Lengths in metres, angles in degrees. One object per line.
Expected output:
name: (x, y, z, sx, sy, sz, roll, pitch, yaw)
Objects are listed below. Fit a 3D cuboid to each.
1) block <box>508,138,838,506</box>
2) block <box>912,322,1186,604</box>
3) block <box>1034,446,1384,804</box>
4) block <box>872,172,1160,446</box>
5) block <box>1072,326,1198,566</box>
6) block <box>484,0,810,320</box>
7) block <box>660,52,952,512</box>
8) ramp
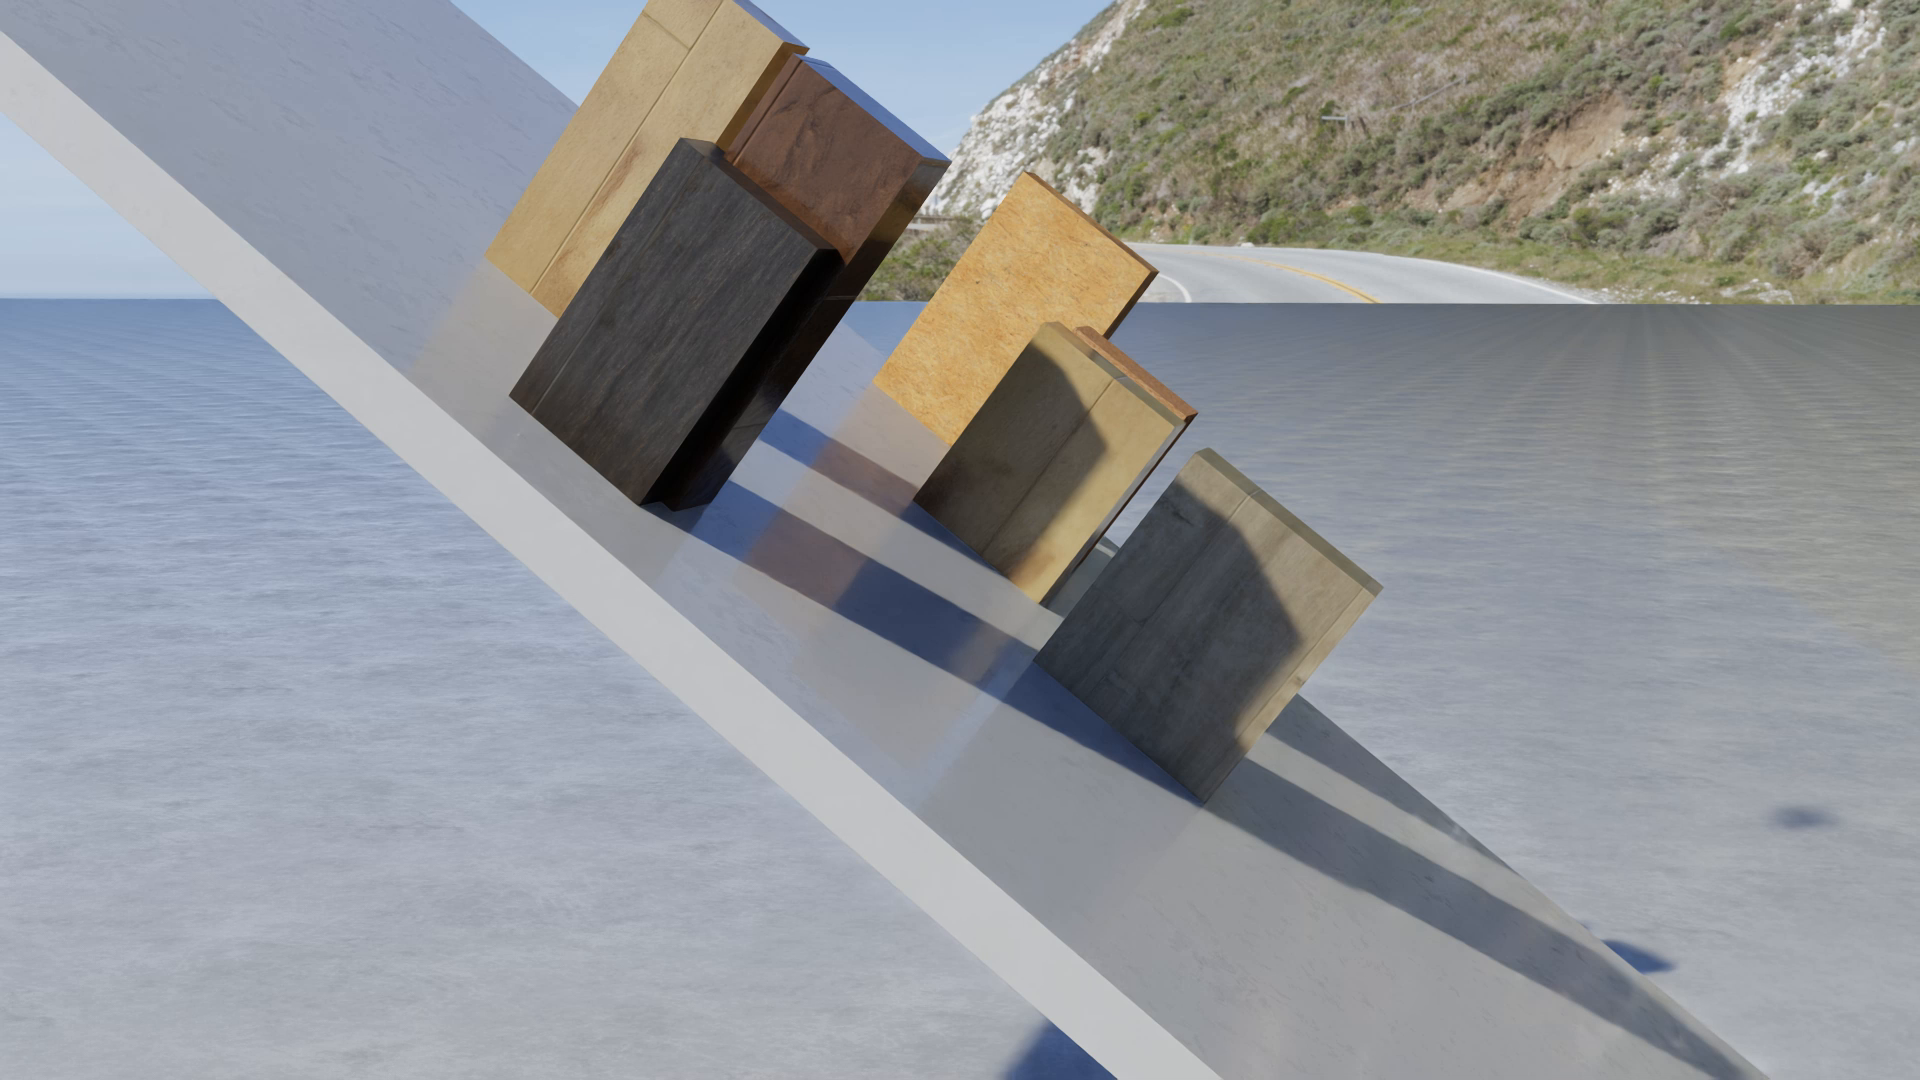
block: (-0.436, -0.332, 3.366, 0.272, 0.489, 0.118, 40, 16, 9)
block: (0.171, -0.151, 4.250, 0.320, 0.434, 0.112, 40, 16, 9)
block: (0.437, 0.149, 3.890, 0.395, 0.477, 0.130, 40, 16, 9)
block: (0.117, -0.461, 4.767, 0.349, 0.568, 0.093, 40, 16, 9)
block: (0.245, -0.191, 4.569, 0.293, 0.409, 0.129, 40, 16, 9)
block: (-0.550, -0.675, 3.836, 0.241, 0.628, 0.122, 40, 16, 9)
block: (-0.327, -0.394, 3.425, 0.258, 0.679, 0.145, 40, 16, 9)
ramp: (-0.044, 0.101, 4.060, 4.000, 0.100, 2.000, 40, 16, 9)
